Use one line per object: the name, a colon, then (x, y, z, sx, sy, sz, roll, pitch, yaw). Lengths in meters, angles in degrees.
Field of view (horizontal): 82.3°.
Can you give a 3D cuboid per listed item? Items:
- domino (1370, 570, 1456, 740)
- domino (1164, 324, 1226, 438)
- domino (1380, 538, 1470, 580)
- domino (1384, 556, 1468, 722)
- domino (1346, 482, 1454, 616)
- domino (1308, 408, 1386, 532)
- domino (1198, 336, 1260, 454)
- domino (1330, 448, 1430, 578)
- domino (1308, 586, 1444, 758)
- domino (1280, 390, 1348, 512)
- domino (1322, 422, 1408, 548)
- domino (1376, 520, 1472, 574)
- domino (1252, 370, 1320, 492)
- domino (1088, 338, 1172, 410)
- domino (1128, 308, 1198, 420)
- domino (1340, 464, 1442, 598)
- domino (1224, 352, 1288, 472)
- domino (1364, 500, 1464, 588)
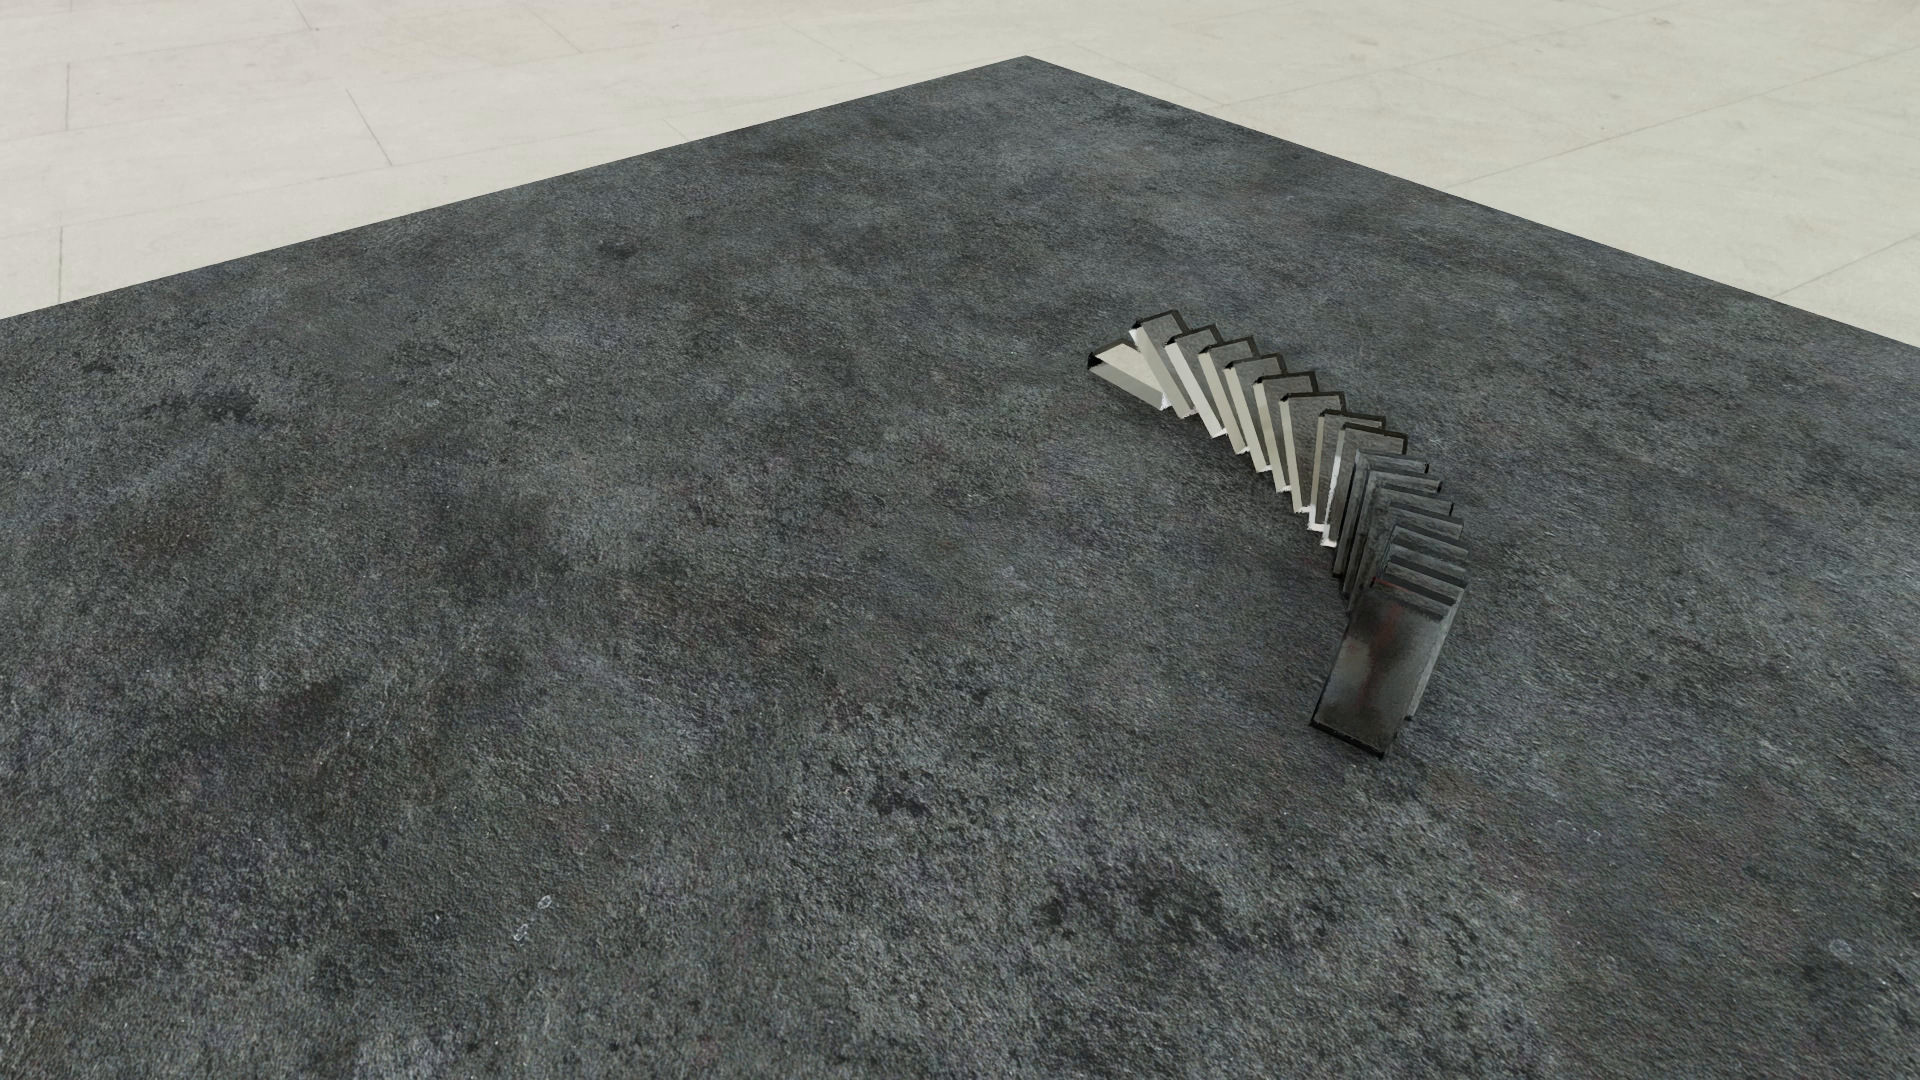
domino: (0.142, 0.038, 0.365, 0.025, 0.050, 0.009, 24, 24, 27)
domino: (0.118, -0.075, 0.514, 0.025, 0.010, 0.050, -20, 77, -22)
domino: (0.153, 0.027, 0.378, 0.025, 0.050, 0.009, 23, 23, 25)
domino: (0.149, 0.033, 0.371, 0.025, 0.050, 0.010, 23, 23, 25)
domino: (0.161, 0.006, 0.404, 0.025, 0.050, 0.010, 14, 20, 16)
domino: (0.160, -0.028, 0.454, 0.025, 0.009, 0.050, 9, 77, 4)
domino: (0.130, -0.066, 0.502, 0.025, 0.010, 0.050, -15, 79, -18)
domino: (0.160, -0.008, 0.421, 0.025, 0.050, 0.009, 10, 19, 12)
domino: (0.135, 0.043, 0.359, 0.025, 0.050, 0.009, 24, 24, 27)
domino: (0.152, -0.038, 0.466, 0.025, 0.009, 0.050, -3, 77, -4)
domino: (0.163, -0.020, 0.442, 0.025, 0.009, 0.050, 12, 77, 5)
domino: (0.157, 0.021, 0.386, 0.025, 0.050, 0.010, 23, 23, 25)
domino: (0.146, -0.047, 0.479, 0.025, 0.009, 0.050, -7, 77, -9)
domino: (0.090, -0.083, 0.545, 0.025, 0.010, 0.050, -28, 47, -30)
domino: (0.104, -0.084, 0.525, 0.025, 0.010, 0.050, -22, 78, -28)
domino: (0.161, -0.001, 0.413, 0.025, 0.050, 0.010, 11, 19, 13)
domino: (0.138, -0.057, 0.491, 0.025, 0.010, 0.050, -12, 78, -14)
domino: (0.160, 0.014, 0.395, 0.025, 0.050, 0.010, 18, 21, 20)
